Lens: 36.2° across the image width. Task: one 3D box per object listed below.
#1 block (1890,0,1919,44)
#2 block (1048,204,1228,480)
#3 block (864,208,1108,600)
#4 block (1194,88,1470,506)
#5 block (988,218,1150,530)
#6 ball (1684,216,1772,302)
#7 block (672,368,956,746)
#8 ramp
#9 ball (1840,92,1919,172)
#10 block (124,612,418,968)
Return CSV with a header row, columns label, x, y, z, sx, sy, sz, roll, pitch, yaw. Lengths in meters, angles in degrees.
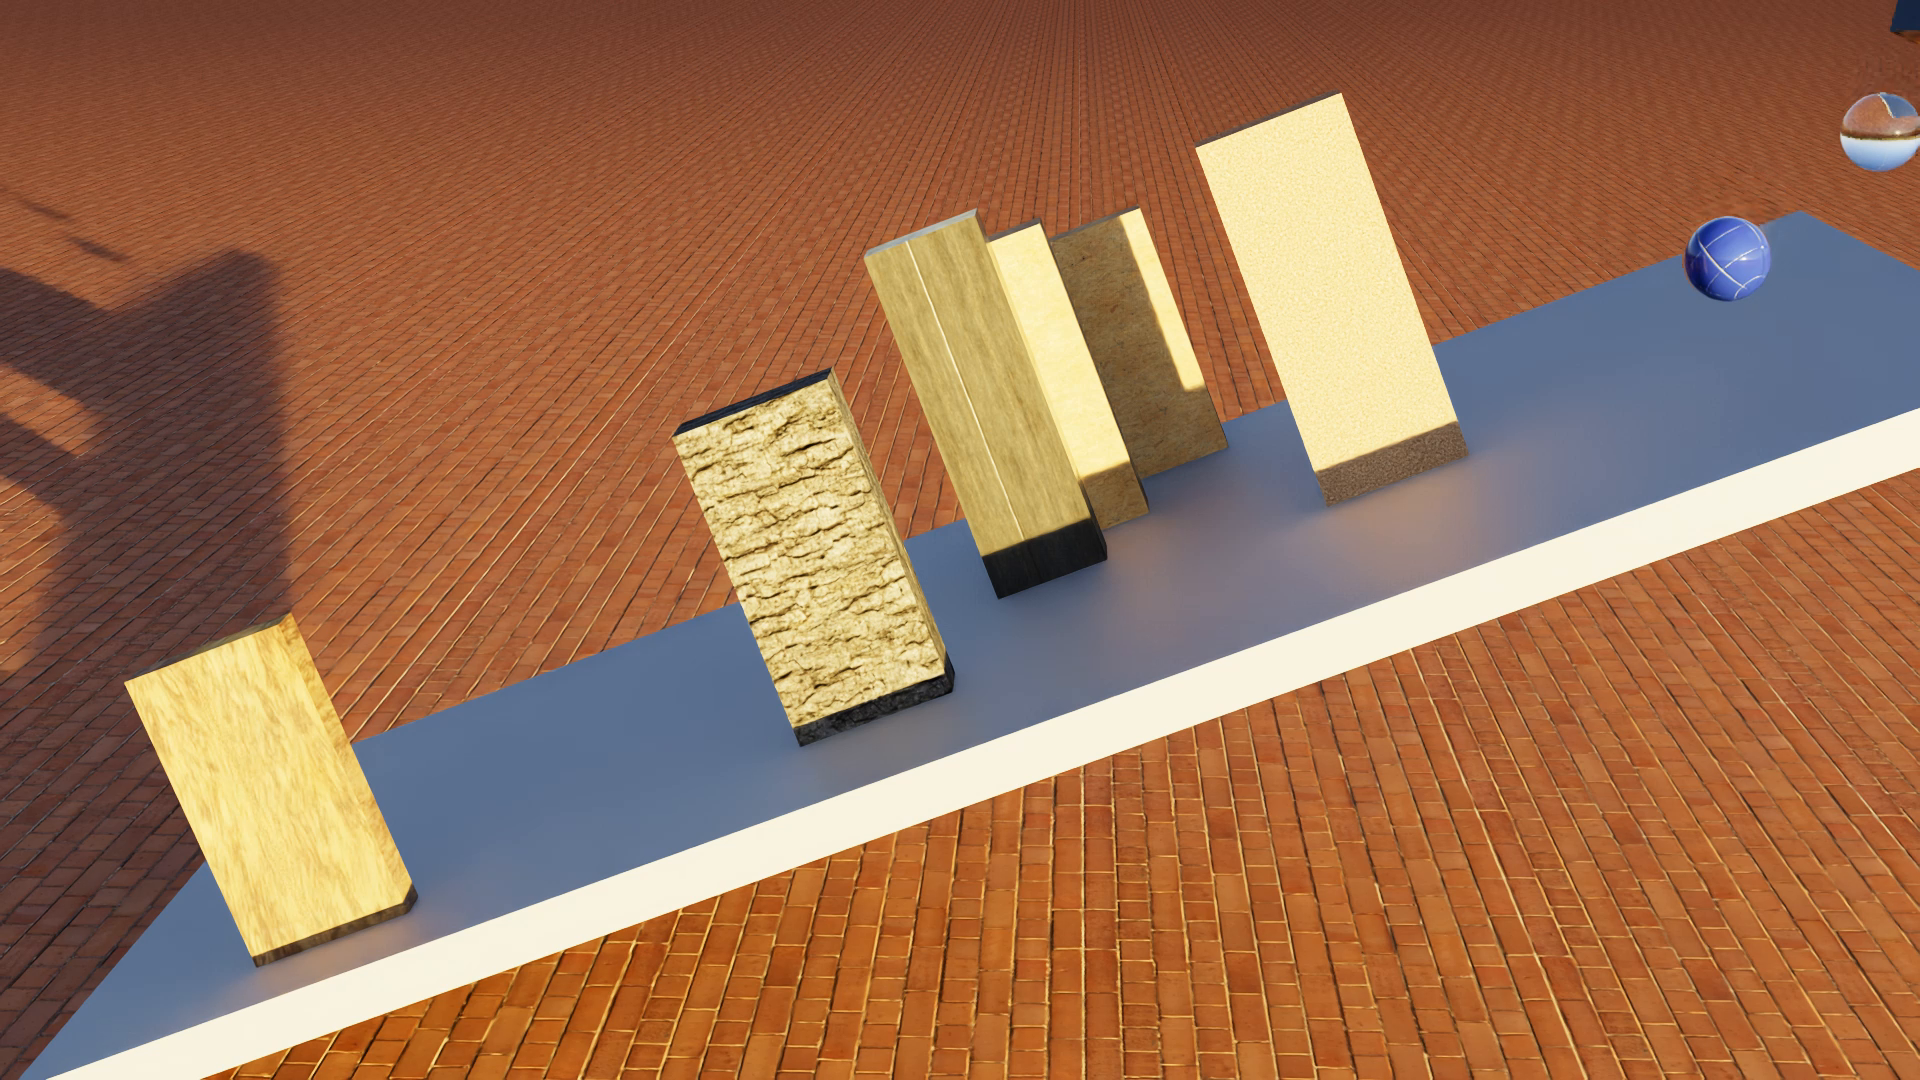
label,x,y,z,sx,sy,sz,roll,pitch,yaw
block,2.003,-1.078,5.921,0.156,0.156,0.156,16,-1,-25
block,0.385,-0.451,6.908,0.298,0.600,0.091,-20,12,7
block,0.059,-0.290,6.295,0.251,0.789,0.132,-20,12,7
block,0.755,-0.489,5.969,0.306,0.782,0.110,-20,12,7
block,0.126,-0.326,6.582,0.375,0.692,0.125,-20,12,7
ball,1.613,-0.590,6.179,0.178,0.178,0.178,0,13,0
block,-0.281,0.034,5.756,0.320,0.663,0.139,-20,12,7
ramp,0.120,0.175,6.294,4.000,0.100,2.000,-20,12,7
ball,1.899,-0.840,6.065,0.162,0.162,0.162,0,13,0
block,-1.330,0.487,5.700,0.325,0.618,0.091,-20,12,7
